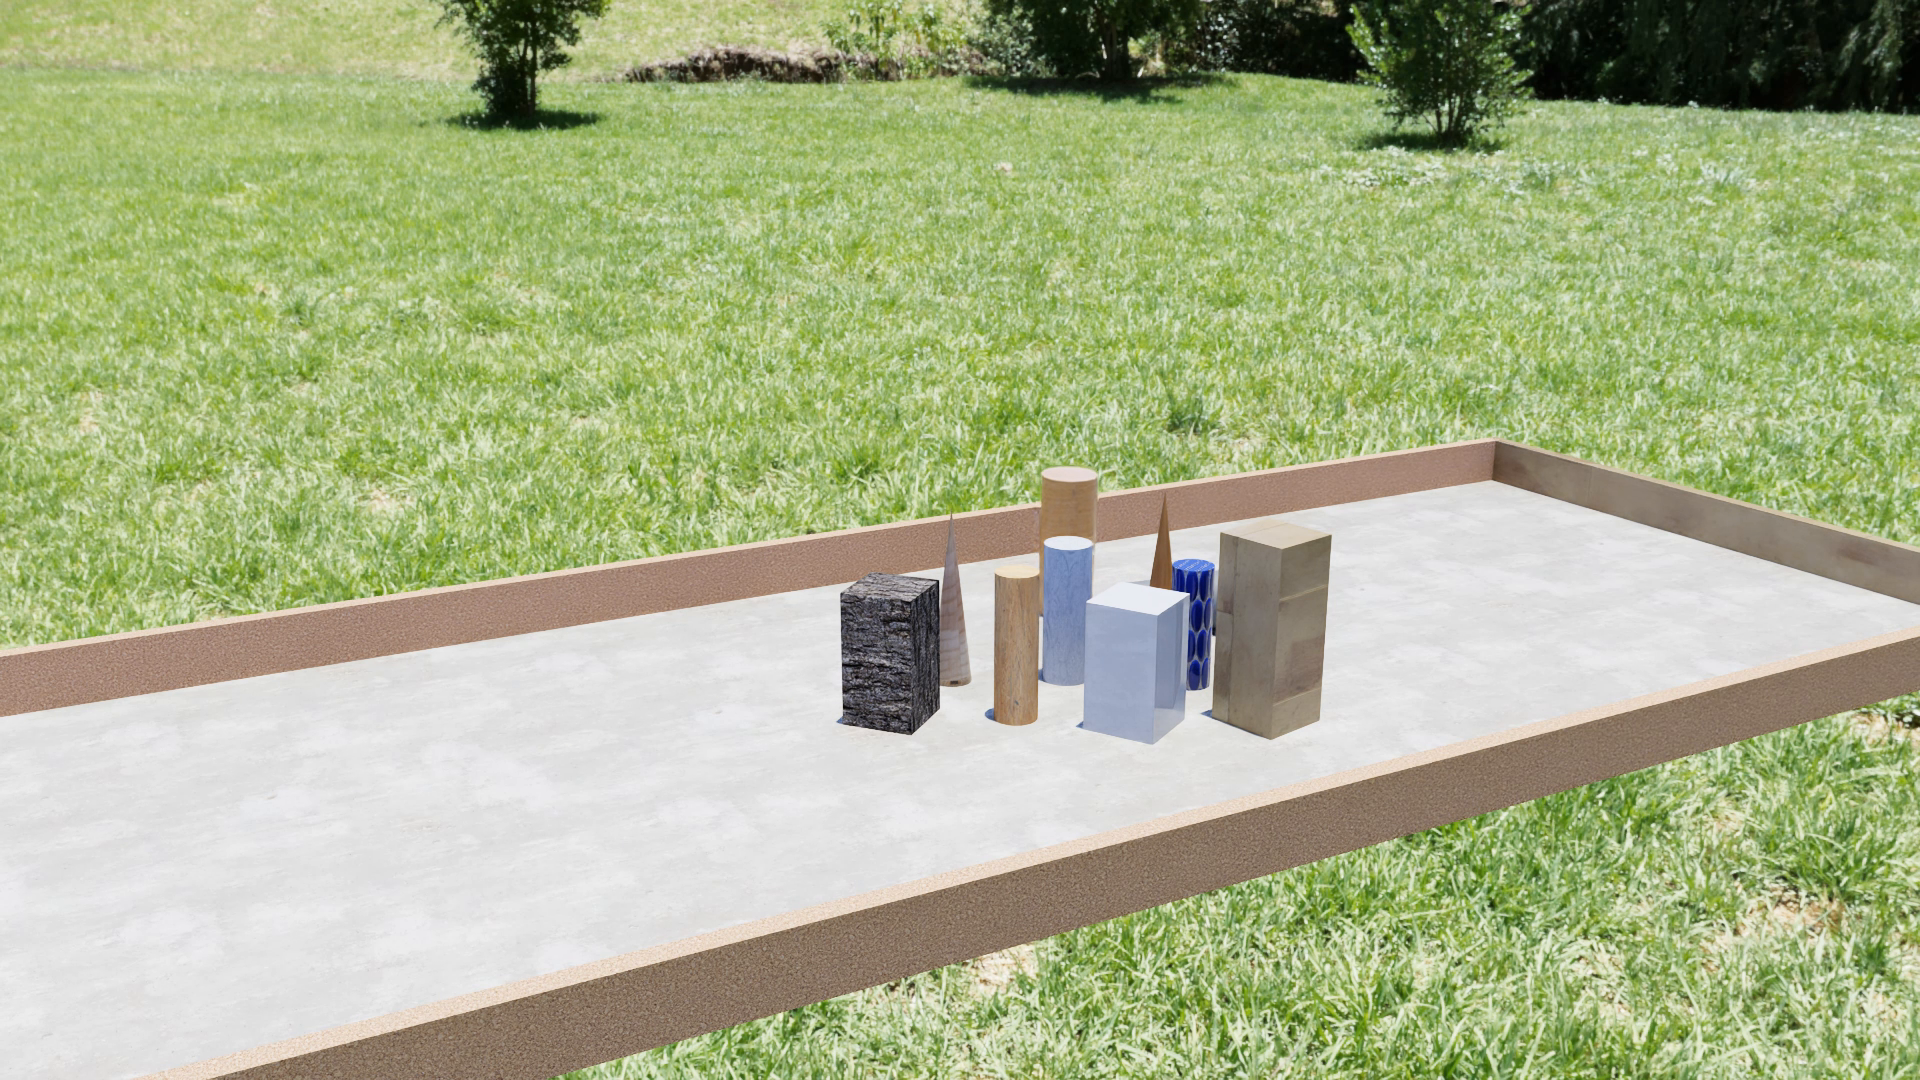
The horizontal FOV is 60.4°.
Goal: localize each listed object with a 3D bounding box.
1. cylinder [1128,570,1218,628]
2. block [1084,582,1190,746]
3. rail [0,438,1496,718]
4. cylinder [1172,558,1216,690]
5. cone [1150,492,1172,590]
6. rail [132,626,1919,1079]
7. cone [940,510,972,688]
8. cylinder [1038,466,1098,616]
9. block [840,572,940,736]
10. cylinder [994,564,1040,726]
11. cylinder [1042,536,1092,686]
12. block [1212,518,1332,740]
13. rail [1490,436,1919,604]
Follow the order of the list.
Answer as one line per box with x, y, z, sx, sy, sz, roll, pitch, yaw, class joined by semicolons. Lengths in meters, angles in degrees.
0.633;0.171;4.495;0.414;0.157;0.157;-7;18;-22;cylinder
0.410;0.283;3.835;0.179;0.313;0.179;10;19;30;block
-3.305;0.497;3.399;12.000;0.150;0.050;-9;18;-27;rail
0.573;0.210;4.090;0.104;0.310;0.104;0;16;0;cylinder
0.525;0.085;4.280;0.111;0.442;0.111;0;17;0;cone
-2.336;1.006;1.665;12.000;0.150;0.050;-9;18;-27;rail
-0.021;0.136;4.093;0.102;0.451;0.102;0;16;0;cone
0.299;0.010;4.599;0.156;0.403;0.156;1;18;0;cylinder
-0.162;0.264;3.878;0.175;0.326;0.175;6;18;21;block
0.132;0.247;3.869;0.105;0.364;0.105;0;16;0;cylinder
0.267;0.178;4.120;0.120;0.356;0.120;0;16;0;cylinder
0.725;0.204;3.846;0.179;0.459;0.179;-14;21;-39;block
2.466;-0.048;5.253;0.050;0.150;2.100;-9;18;-27;rail
